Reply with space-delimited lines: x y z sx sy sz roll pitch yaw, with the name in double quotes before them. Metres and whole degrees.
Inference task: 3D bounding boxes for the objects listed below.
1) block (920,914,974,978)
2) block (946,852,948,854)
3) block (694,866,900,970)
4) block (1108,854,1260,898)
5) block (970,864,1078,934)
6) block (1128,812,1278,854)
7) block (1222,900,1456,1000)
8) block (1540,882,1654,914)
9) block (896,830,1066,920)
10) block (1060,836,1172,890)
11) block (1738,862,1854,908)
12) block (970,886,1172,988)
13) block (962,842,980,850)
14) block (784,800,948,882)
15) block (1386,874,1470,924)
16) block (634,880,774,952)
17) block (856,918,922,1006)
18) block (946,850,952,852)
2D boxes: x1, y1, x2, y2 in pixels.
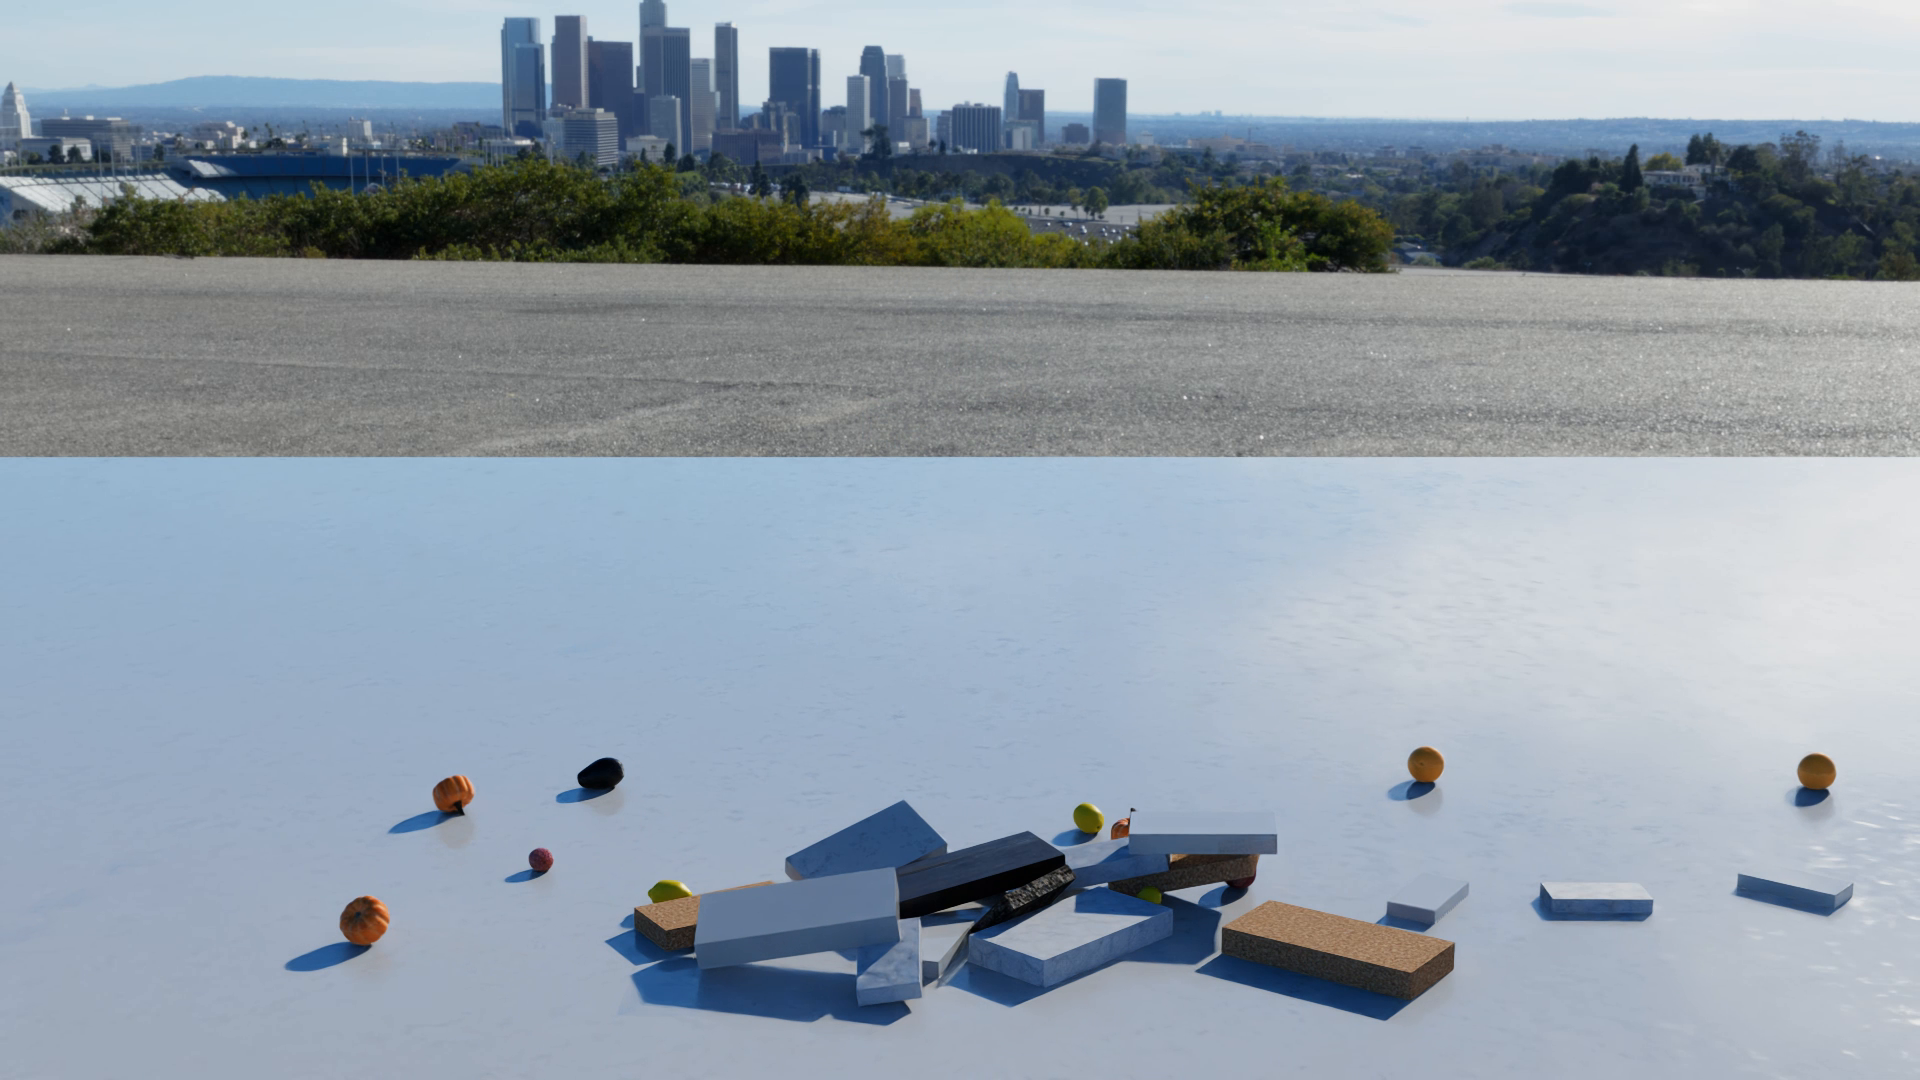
"block" -0.049 0.627 3.399 0.094 0.027 0.187 3 11 17
"block" -0.093 0.562 3.681 0.168 0.024 0.084 -10 11 -3
"block" -0.247 0.578 3.368 0.306 0.043 0.153 -8 20 1
"block" 0.373 0.543 3.654 0.239 0.034 0.120 -13 8 16
"block" 0.102 0.577 3.495 0.027 0.094 0.187 51 32 17
"block" 0.401 0.483 3.630 0.239 0.034 0.120 -1 10 6
"block" 0.577 0.624 3.365 0.316 0.043 0.153 8 13 36
"block" 1.046 0.588 3.617 0.163 0.023 0.081 0 11 1
"block" 0.008 0.546 3.579 0.309 0.034 0.121 -12 17 -25
"block" 0.233 0.540 3.680 0.239 0.034 0.120 -13 8 11
"block" 1.397 0.576 3.679 0.163 0.023 0.081 9 14 41
"block" 0.175 0.614 3.420 0.153 0.043 0.306 10 14 43
"block" 0.026 0.552 3.828 0.055 0.016 0.111 2 11 11
"block" -0.154 0.526 3.638 0.243 0.034 0.122 -23 47 -31
"block" 0.769 0.589 3.613 0.081 0.023 0.163 6 12 31
"block" -0.384 0.600 3.520 0.243 0.034 0.121 -6 12 -31
"block" -0.104 0.627 3.278 0.094 0.027 0.187 -8 20 2
"block" -0.088 0.522 3.764 0.168 0.024 0.084 20 -3 -5
